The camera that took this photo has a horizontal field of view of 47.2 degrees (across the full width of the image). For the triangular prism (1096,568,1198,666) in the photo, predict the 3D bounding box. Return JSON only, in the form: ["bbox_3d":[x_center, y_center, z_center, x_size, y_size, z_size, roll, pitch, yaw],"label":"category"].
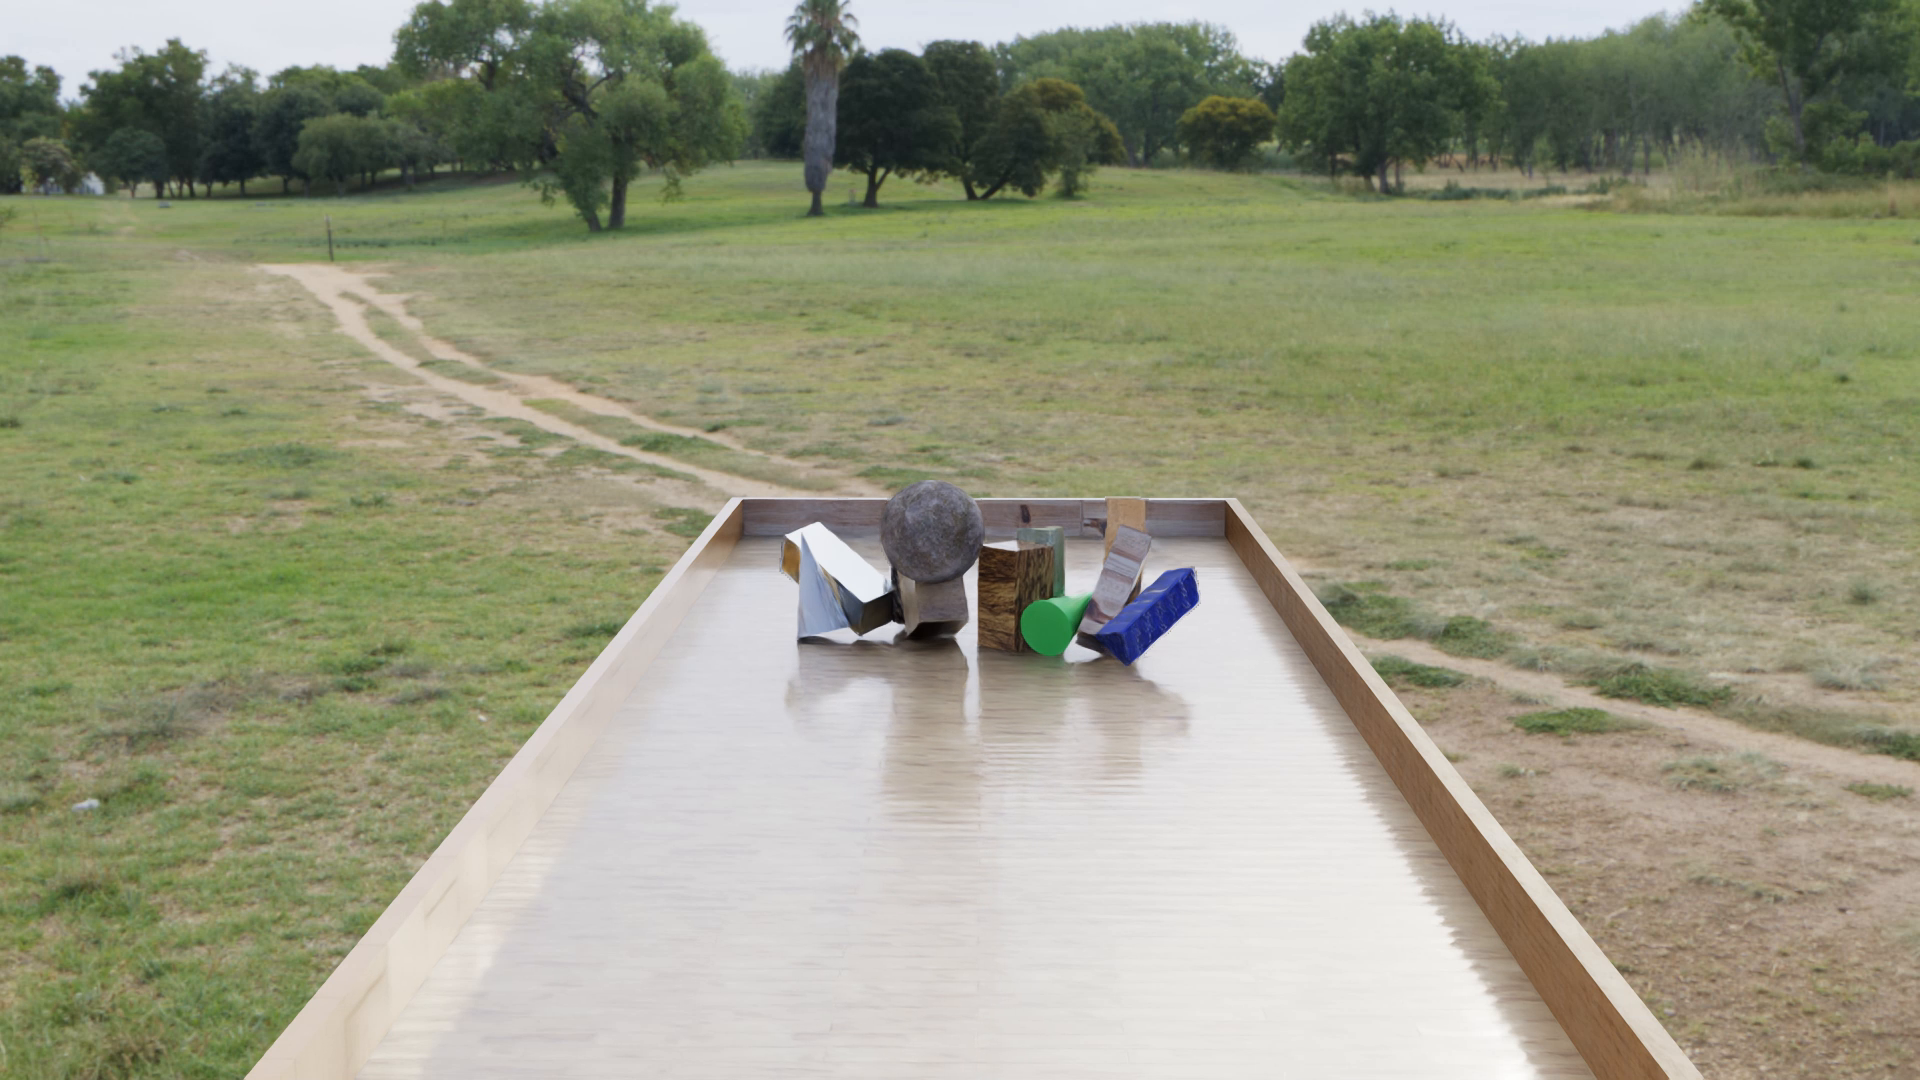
[{"bbox_3d":[0.581,0.210,6.657,0.137,0.118,0.339,43,61,14],"label":"triangular prism"}]

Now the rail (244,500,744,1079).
[{"bbox_3d":[-1.004,0.839,3.234,0.050,0.150,12.000,0,9,1],"label":"rail"}]

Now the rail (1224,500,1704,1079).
[{"bbox_3d":[1.046,0.843,3.208,0.050,0.150,12.000,0,9,1],"label":"rail"}]

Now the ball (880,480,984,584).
[{"bbox_3d":[-0.085,-0.025,6.805,0.324,0.324,0.324,0,9,0],"label":"ball"}]

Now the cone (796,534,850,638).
[{"bbox_3d":[-0.469,0.134,6.998,0.178,0.329,0.178,-12,-1,0],"label":"cone"}]

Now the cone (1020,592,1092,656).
[{"bbox_3d":[0.368,0.215,6.917,0.176,0.176,0.426,5,18,29],"label":"cone"}]

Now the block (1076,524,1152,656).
[{"bbox_3d":[0.477,0.153,6.805,0.105,0.392,0.105,20,-26,8],"label":"block"}]

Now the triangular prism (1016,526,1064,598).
[{"bbox_3d":[0.283,0.137,7.006,0.131,0.352,0.151,-5,5,-42],"label":"triangular prism"}]

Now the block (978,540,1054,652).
[{"bbox_3d":[0.173,0.174,6.892,0.166,0.316,0.166,-7,12,-43],"label":"block"}]

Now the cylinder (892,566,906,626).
[{"bbox_3d":[-0.137,0.095,7.200,0.174,0.336,0.174,0,-20,0],"label":"cylinder"}]

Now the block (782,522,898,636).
[{"bbox_3d":[-0.395,0.124,7.136,0.141,0.141,0.402,-24,49,-37],"label":"block"}]

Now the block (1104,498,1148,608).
[{"bbox_3d":[0.519,0.089,6.994,0.120,0.434,0.120,4,-4,7],"label":"block"}]

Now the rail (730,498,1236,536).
[{"bbox_3d":[0.099,-0.098,9.147,2.100,0.150,0.050,0,9,1],"label":"rail"}]

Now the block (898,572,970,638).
[{"bbox_3d":[-0.097,0.097,7.025,0.162,0.393,0.162,-2,-19,-18],"label":"block"}]
